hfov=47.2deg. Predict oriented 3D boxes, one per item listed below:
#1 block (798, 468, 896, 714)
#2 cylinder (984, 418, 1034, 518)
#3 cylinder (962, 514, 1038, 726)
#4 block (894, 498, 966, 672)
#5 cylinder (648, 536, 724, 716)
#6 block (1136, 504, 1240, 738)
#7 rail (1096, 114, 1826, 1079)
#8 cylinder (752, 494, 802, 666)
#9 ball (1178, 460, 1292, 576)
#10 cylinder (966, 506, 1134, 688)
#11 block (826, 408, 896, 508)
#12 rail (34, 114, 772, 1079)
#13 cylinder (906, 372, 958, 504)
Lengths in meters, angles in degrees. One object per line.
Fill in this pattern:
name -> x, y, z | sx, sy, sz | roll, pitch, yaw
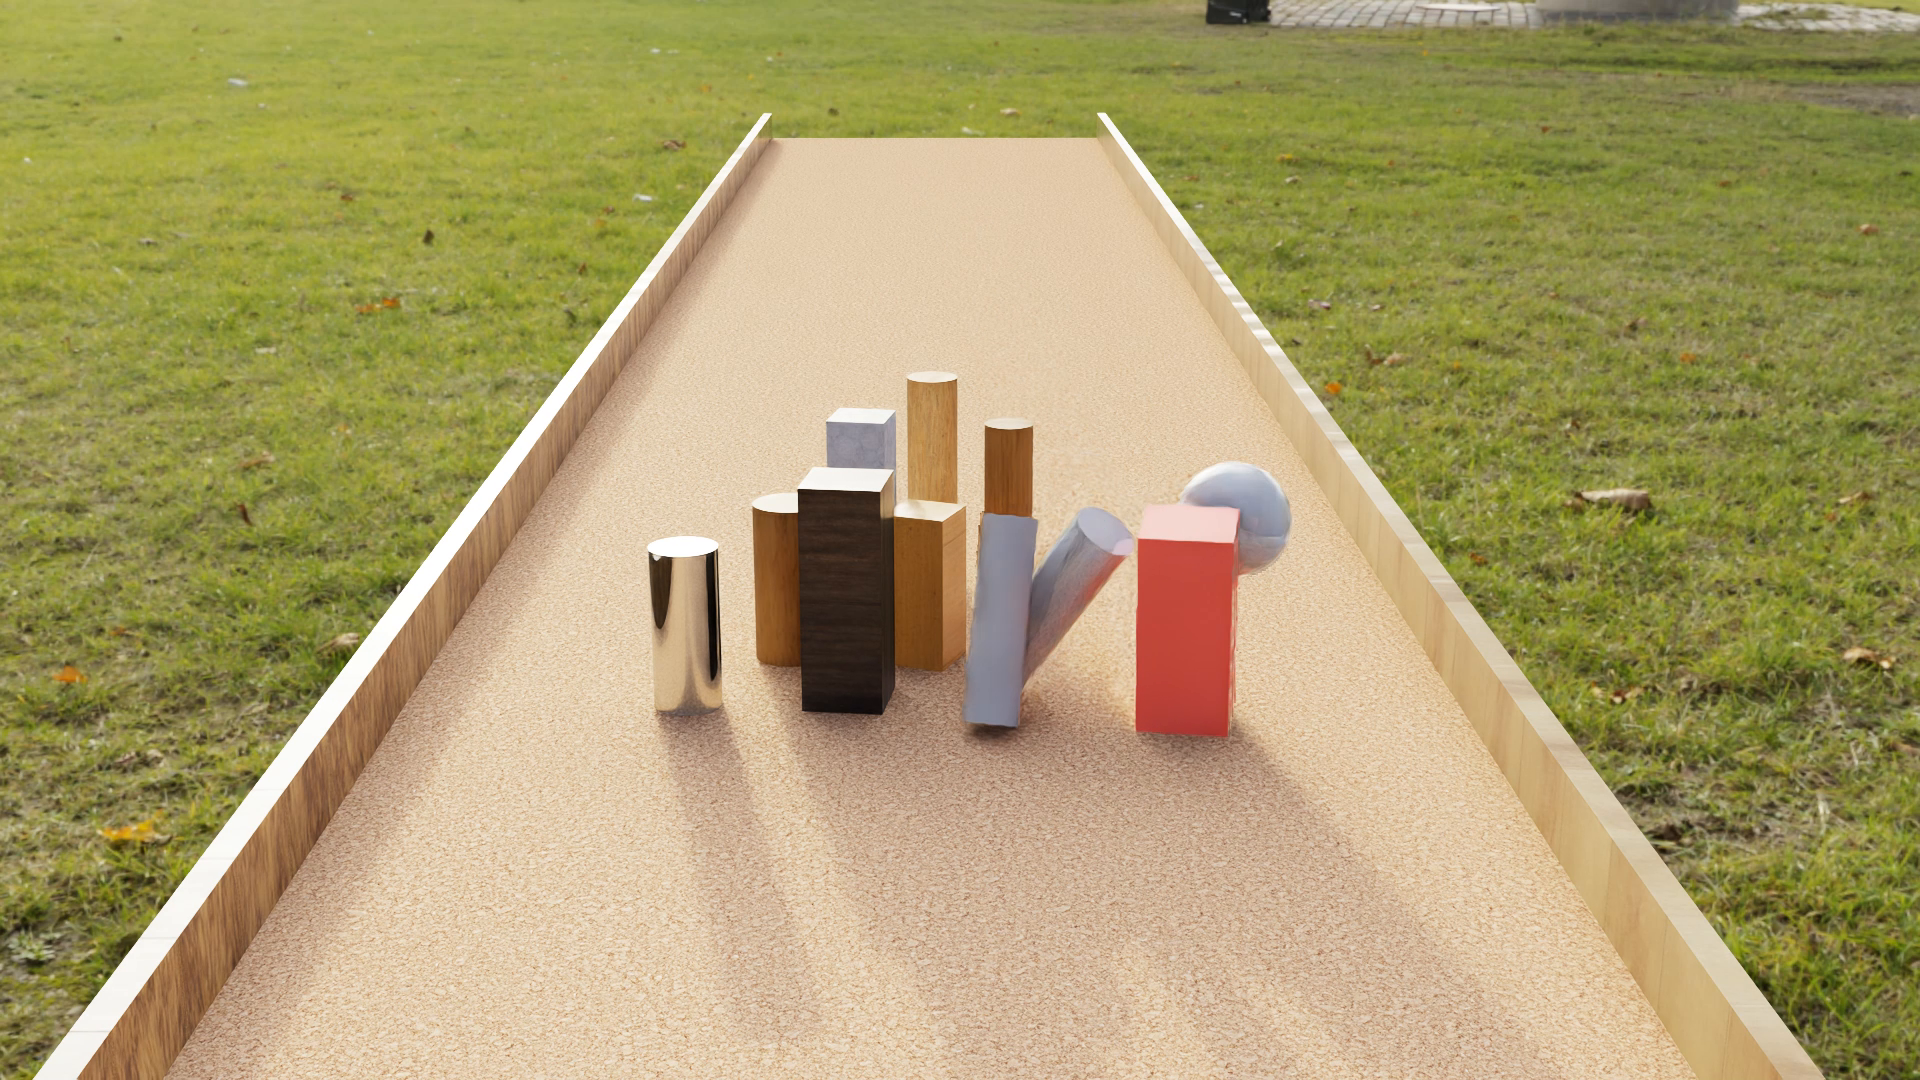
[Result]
block -> -0.212, 0.095, 4.144 | 0.153, 0.435, 0.153 | 2, 17, 7
cylinder -> 0.102, -0.044, 4.647 | 0.102, 0.415, 0.102 | 0, 17, 0
cylinder -> 0.073, 0.147, 4.042 | 0.104, 0.381, 0.104 | 6, -4, 0
block -> -0.069, 0.089, 4.383 | 0.125, 0.310, 0.125 | 6, 18, 21
cylinder -> -0.515, 0.162, 4.134 | 0.130, 0.313, 0.130 | 0, 17, 0
block -> 0.417, 0.147, 4.030 | 0.169, 0.385, 0.169 | 3, 23, 10
rail -> 0.932, -0.844, 7.801 | 0.050, 0.150, 12.000 | 0, 17, -1
cylinder -> -0.339, 0.079, 4.401 | 0.145, 0.319, 0.145 | 0, 17, 0
ball -> 0.516, -0.040, 4.146 | 0.217, 0.217, 0.217 | 0, 17, 0
cylinder -> 0.166, 0.121, 4.120 | 0.122, 0.407, 0.122 | 24, 35, -18
block -> -0.204, -0.045, 4.601 | 0.120, 0.442, 0.120 | 3, 17, 10
rail -> -1.118, -0.838, 7.780 | 0.050, 0.150, 12.000 | 0, 17, -1
cylinder -> -0.061, -0.139, 4.893 | 0.111, 0.457, 0.111 | 0, 17, 0
